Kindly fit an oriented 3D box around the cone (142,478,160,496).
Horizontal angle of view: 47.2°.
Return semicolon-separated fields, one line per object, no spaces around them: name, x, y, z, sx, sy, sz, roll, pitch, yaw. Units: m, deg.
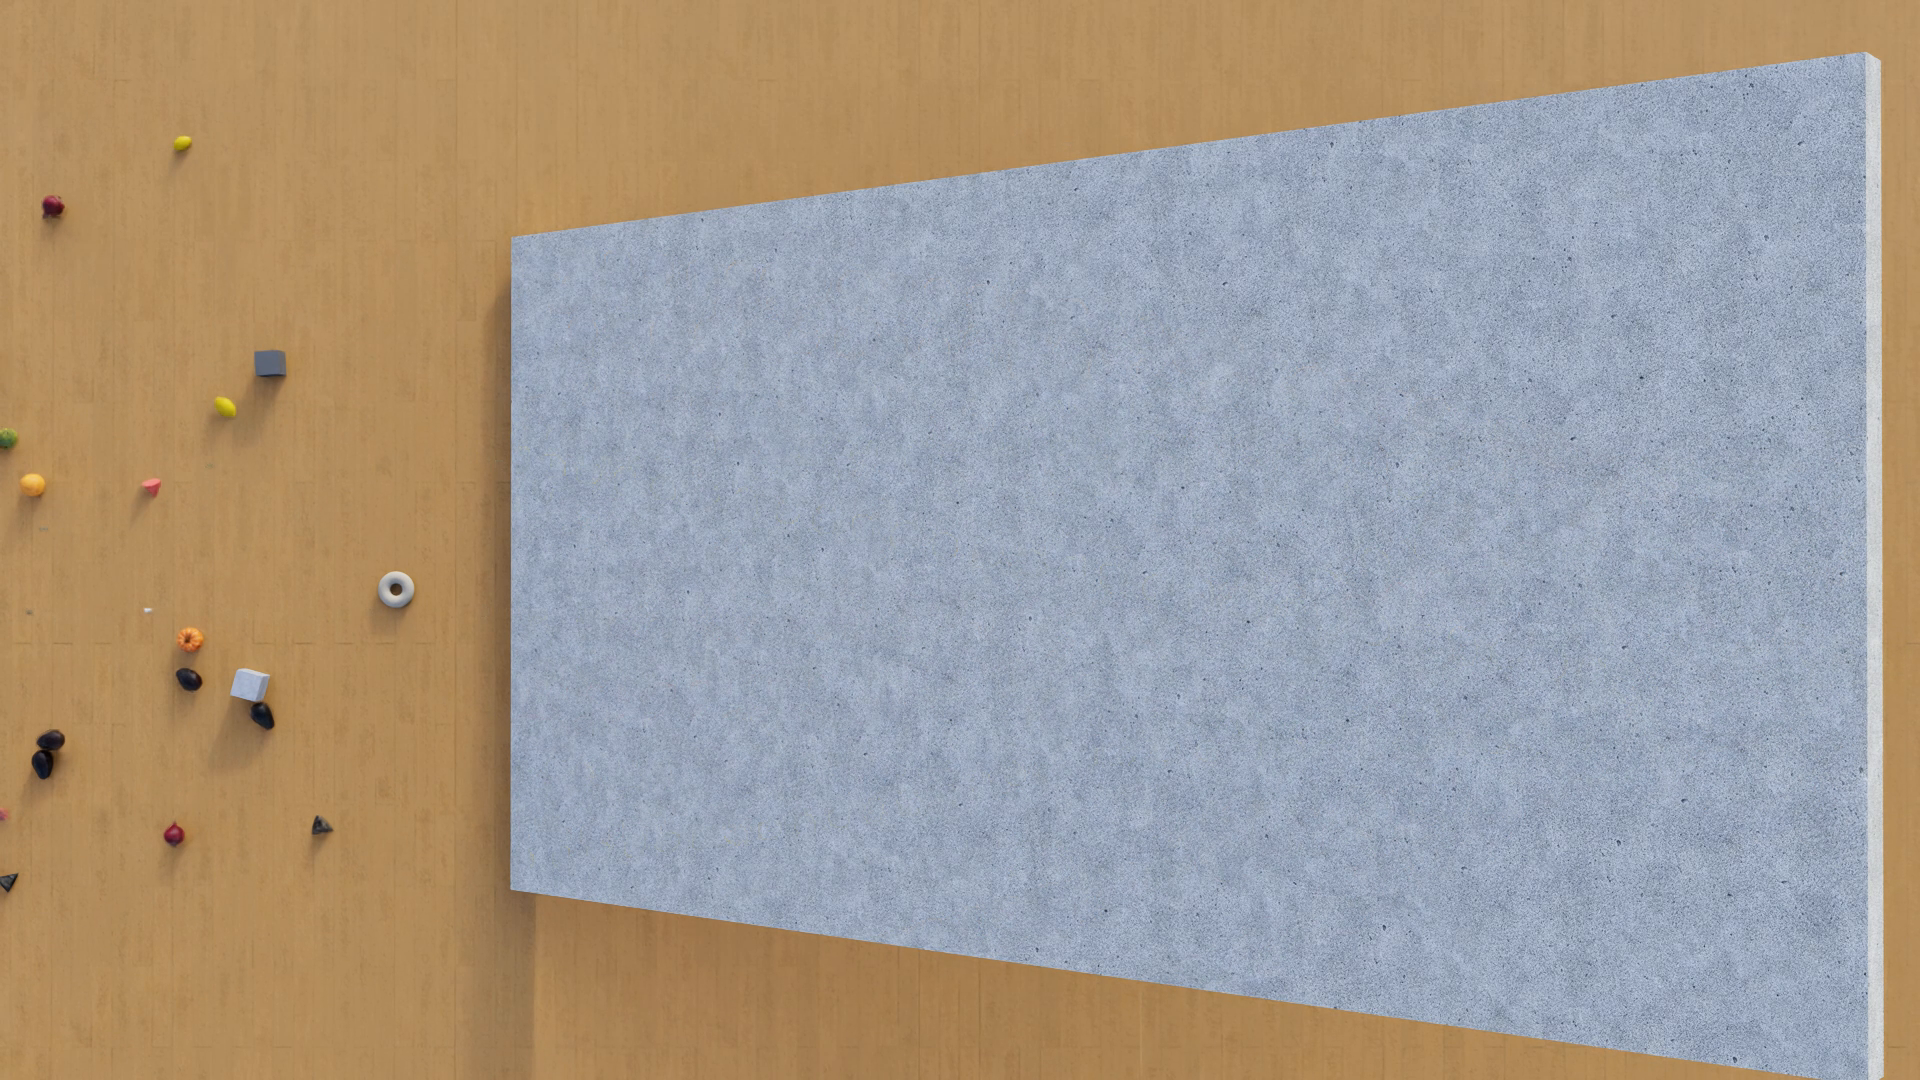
cone;-2.501;-0.155;6.810;0.052;0.052;0.052;-3;116;0

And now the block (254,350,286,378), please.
block;-2.128;-0.544;6.787;0.073;0.073;0.073;-4;90;0

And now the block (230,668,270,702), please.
block;-2.188;0.447;6.777;0.080;0.080;0.080;16;90;0

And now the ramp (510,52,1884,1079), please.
ramp;0.220;0.063;5.536;4.000;0.100;2.000;0;90;39

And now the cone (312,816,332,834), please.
cone;-1.965;0.891;6.801;0.060;0.060;0.060;21;90;-26

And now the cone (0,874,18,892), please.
cone;-2.936;1.048;6.800;0.059;0.059;0.059;-40;90;-27

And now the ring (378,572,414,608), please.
ring;-1.743;0.153;6.801;0.113;0.038;0.113;0;91;0
